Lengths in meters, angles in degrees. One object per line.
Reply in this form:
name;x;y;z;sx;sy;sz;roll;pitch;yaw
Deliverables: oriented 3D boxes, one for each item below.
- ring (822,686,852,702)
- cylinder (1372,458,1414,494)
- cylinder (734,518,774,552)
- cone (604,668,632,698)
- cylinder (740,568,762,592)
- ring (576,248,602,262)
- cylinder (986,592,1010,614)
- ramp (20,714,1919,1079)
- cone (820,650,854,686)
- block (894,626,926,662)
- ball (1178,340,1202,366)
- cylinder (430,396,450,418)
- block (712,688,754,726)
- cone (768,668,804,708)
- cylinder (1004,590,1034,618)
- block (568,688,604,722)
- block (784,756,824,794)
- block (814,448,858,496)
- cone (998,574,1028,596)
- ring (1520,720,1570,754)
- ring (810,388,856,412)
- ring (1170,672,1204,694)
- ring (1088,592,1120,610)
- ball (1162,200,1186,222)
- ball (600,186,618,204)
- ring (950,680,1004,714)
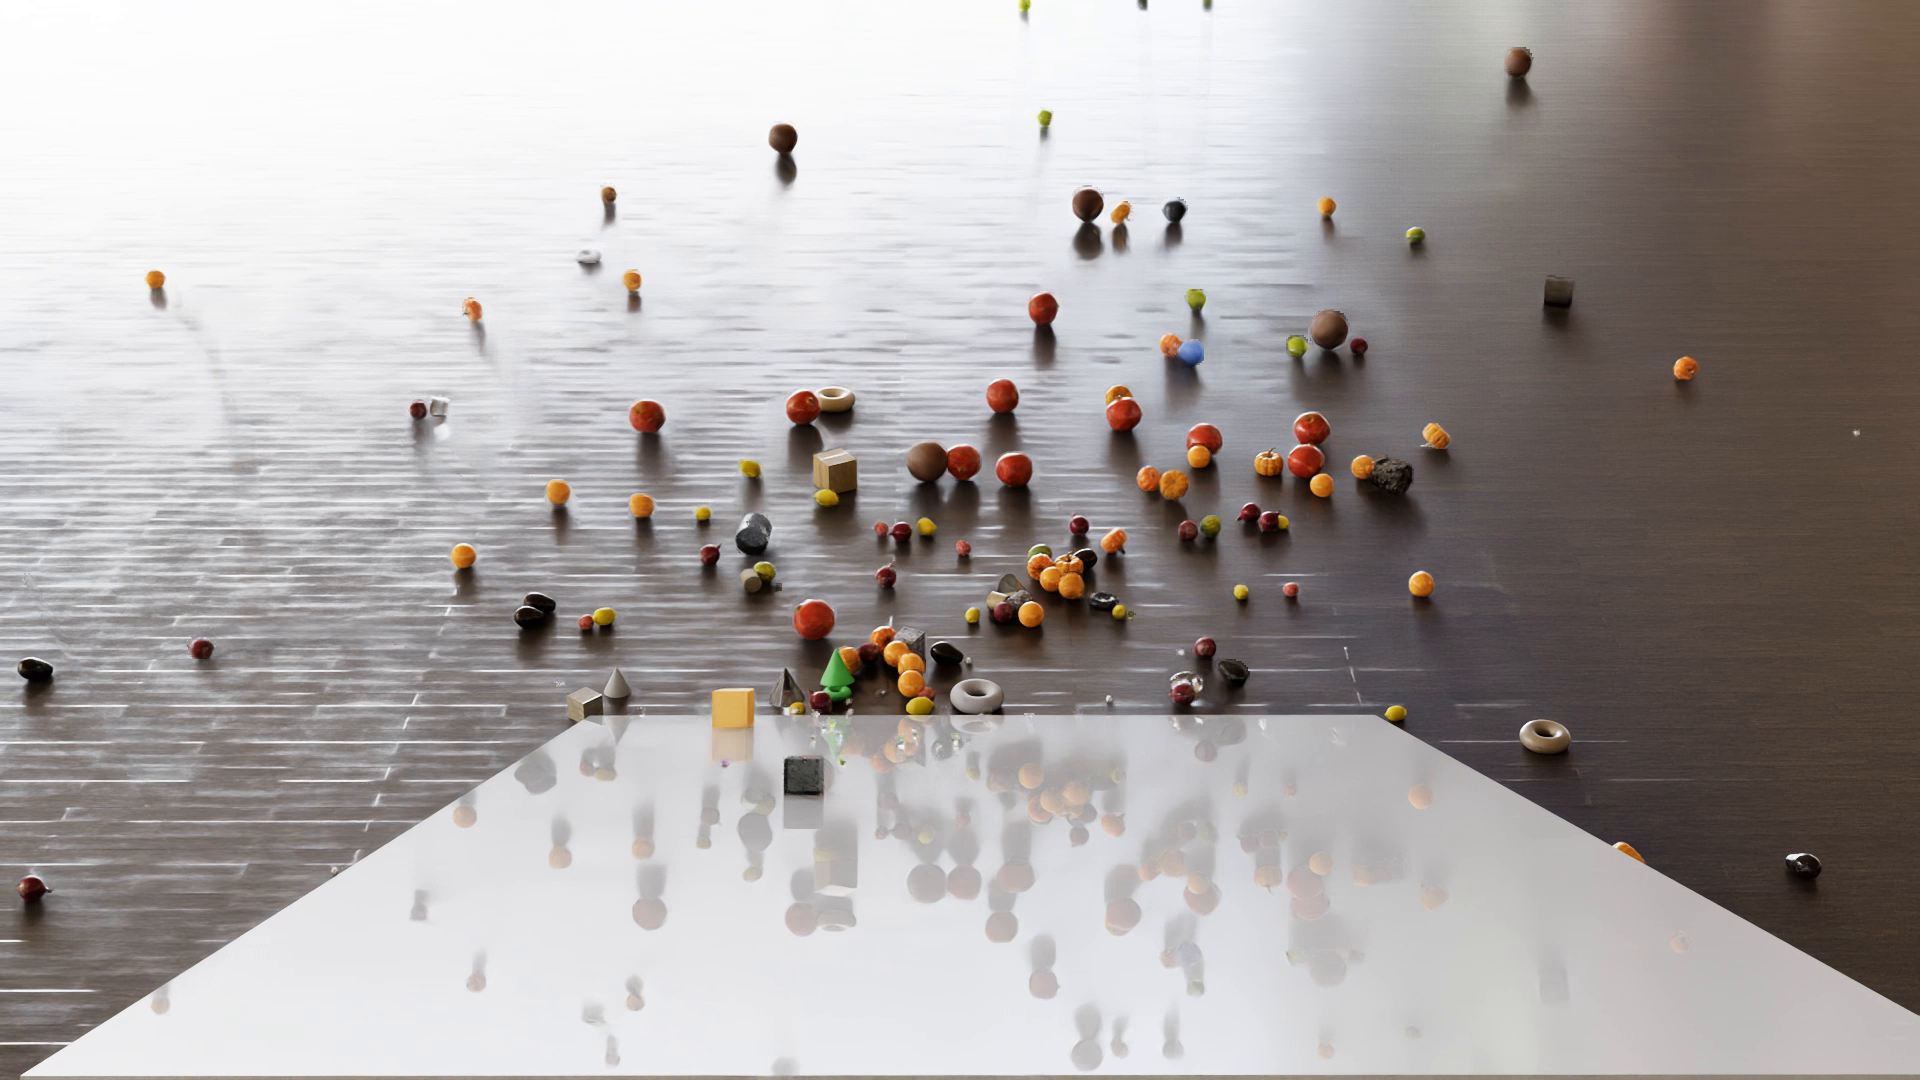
ring;-0.326;0.406;6.829;0.077;0.026;0.077;-1;21;0
cylinder;1.336;-0.199;7.976;0.092;0.092;0.092;21;33;36
cylinder;-0.608;-0.016;7.606;0.093;0.093;0.093;8;8;15
cone;-0.911;0.368;6.852;0.074;0.074;0.074;0;26;0
cylinder;-0.599;0.116;7.385;0.052;0.052;0.052;-8;28;-16
ring;-1.412;-1.083;9.826;0.097;0.032;0.097;1;29;0
cylinder;0.110;0.176;7.265;0.052;0.052;0.052;17;31;30
ramp;0.060;0.540;4.576;2.000;0.100;4.000;0;1;0
cone;-0.329;0.333;6.875;0.094;0.094;0.094;-2;9;0
block;-0.138;0.284;7.033;0.064;0.064;0.064;13;29;24
ball;0.792;-0.644;8.882;0.085;0.085;0.085;0;26;0
cylinder;-1.711;-0.437;8.478;0.057;0.057;0.057;11;11;-2
block;-0.555;0.410;6.311;0.085;0.085;0.085;0;1;5
cone;-0.458;0.377;6.809;0.096;0.096;0.096;0;26;0
cylinder;0.166;0.180;7.247;0.061;0.061;0.061;17;30;31
block;-0.977;0.433;6.732;0.065;0.065;0.065;22;34;37
block;-0.298;0.449;4.938;0.066;0.066;0.066;0;1;6
block;-0.387;-0.212;7.995;0.099;0.099;0.099;-15;30;-28
cone;0.168;0.148;7.336;0.089;0.089;0.089;15;14;-36
ring;1.500;0.505;6.613;0.130;0.043;0.130;1;28;0
ring;-0.421;-0.465;8.563;0.148;0.049;0.148;0;25;0
ring;0.603;0.382;6.874;0.092;0.031;0.092;0;25;0
ring;0.407;0.174;7.296;0.087;0.029;0.087;1;26;0
ball;0.847;-1.303;10.207;0.090;0.090;0.090;0;26;0
ball;-1.418;-1.395;10.415;0.069;0.069;0.069;0;26;0
ring;0.045;0.413;6.793;0.143;0.048;0.143;1;27;-1
